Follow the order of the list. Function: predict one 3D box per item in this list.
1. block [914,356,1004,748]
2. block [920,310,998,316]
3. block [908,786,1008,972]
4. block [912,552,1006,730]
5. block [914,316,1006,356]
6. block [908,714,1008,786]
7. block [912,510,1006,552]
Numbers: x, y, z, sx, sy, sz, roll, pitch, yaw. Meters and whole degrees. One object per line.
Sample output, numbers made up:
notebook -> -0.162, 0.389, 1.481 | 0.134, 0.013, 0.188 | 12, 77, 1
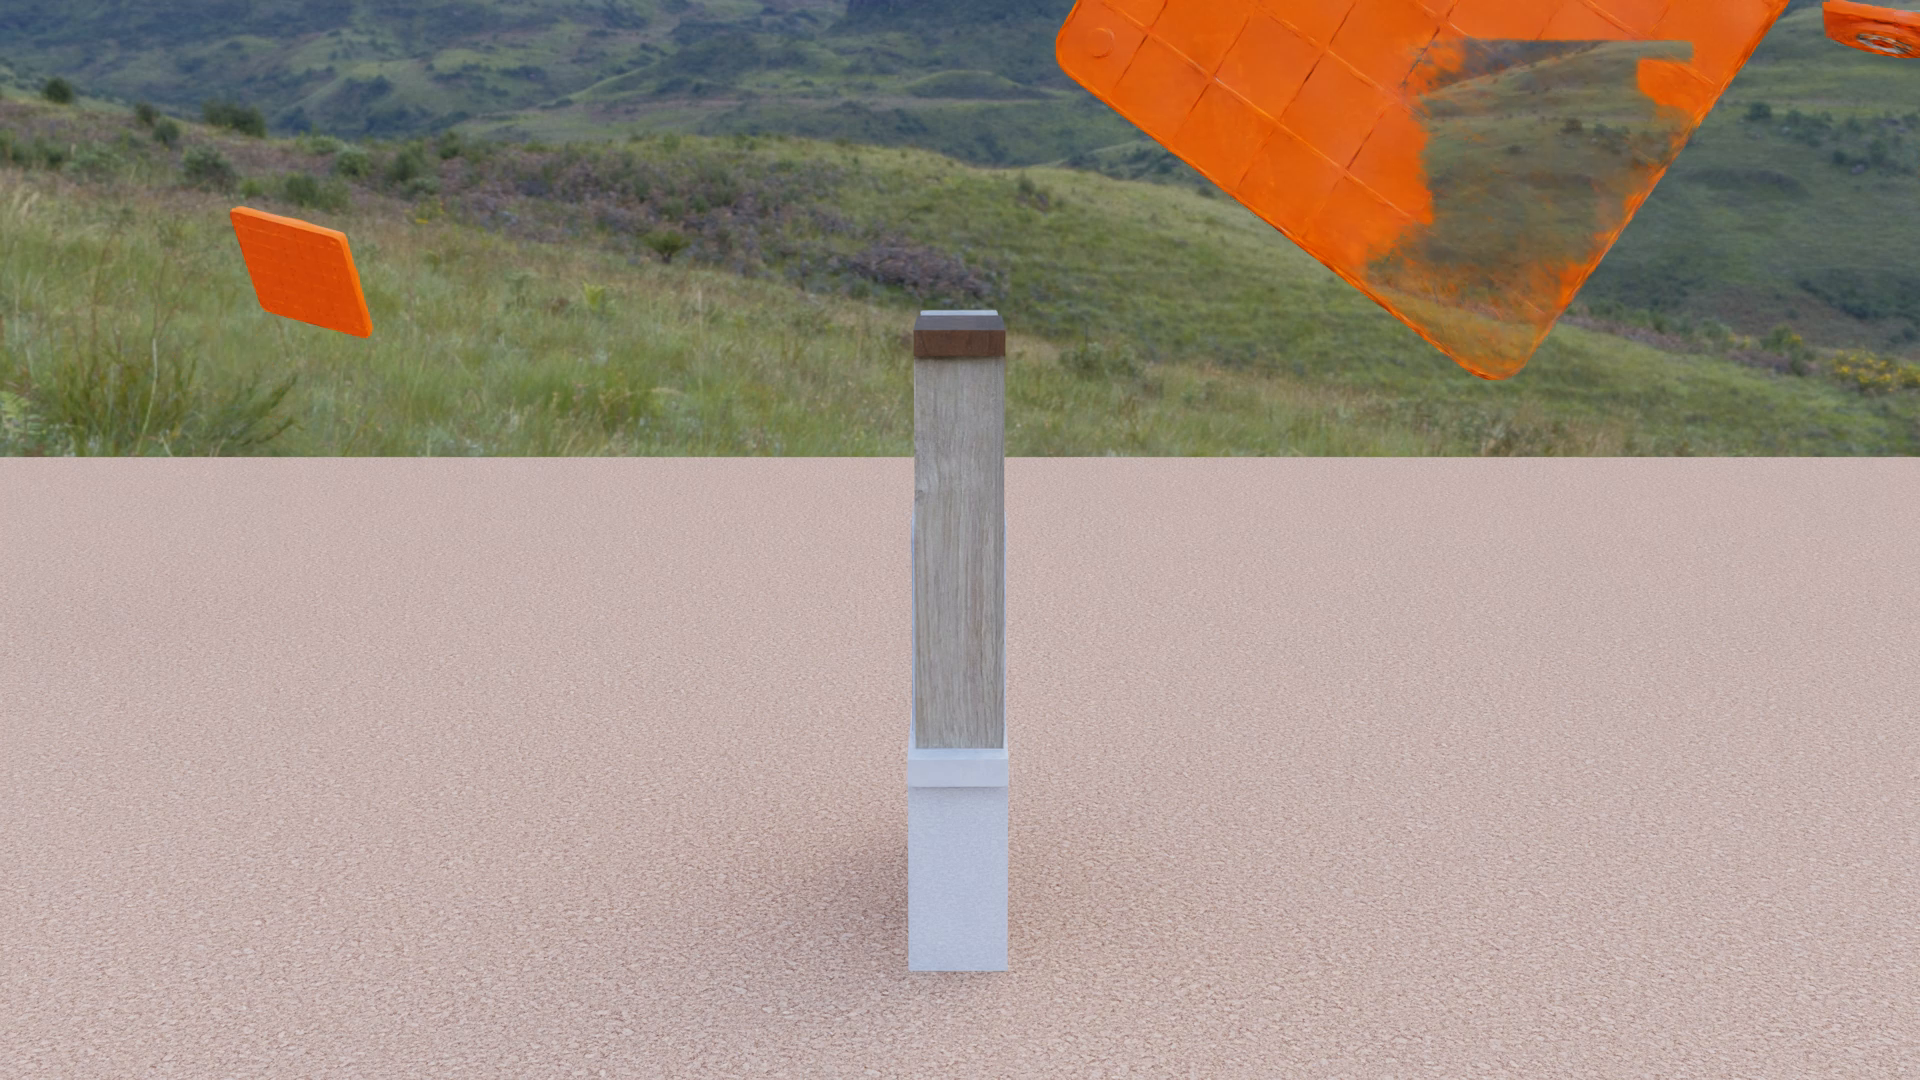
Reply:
block -> -0.001, 0.018, 3.258 | 0.132, 0.591, 0.037 | 0, 11, 0
block -> -0.001, -0.342, 3.548 | 0.126, 0.036, 0.252 | 0, 11, 0
block -> -0.003, 0.502, 3.324 | 0.149, 0.299, 0.042 | 0, 11, 0
block -> -0.002, 0.150, 3.386 | 0.144, 0.287, 0.041 | 0, 11, 0
block -> -0.001, -0.307, 3.287 | 0.132, 0.037, 0.264 | 0, 11, 0
block -> -0.003, 0.316, 3.391 | 0.149, 0.042, 0.299 | 0, 11, 0
block -> -0.002, -0.029, 3.450 | 0.144, 0.041, 0.287 | 0, 11, 0
